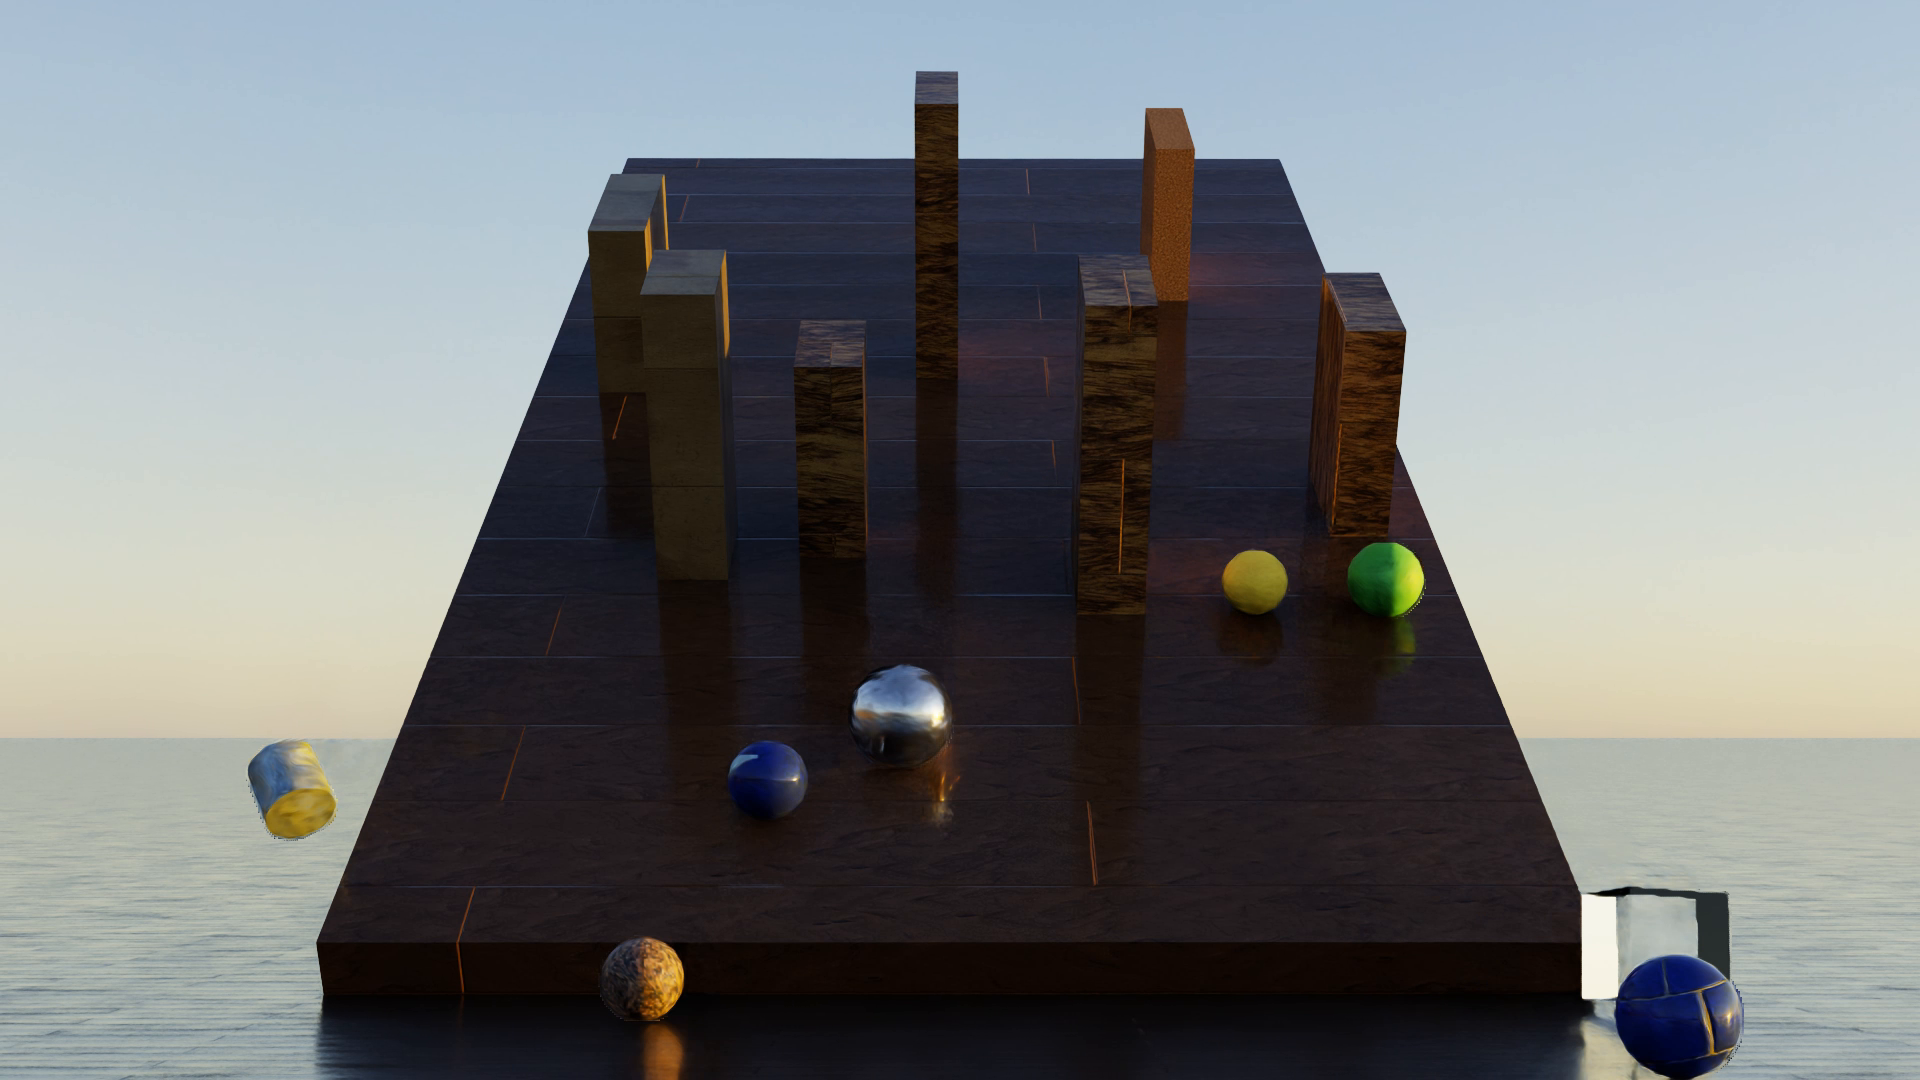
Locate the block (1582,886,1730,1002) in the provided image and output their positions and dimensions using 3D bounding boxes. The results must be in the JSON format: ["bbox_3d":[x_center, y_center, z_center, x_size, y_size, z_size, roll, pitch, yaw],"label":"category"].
[{"bbox_3d":[1.016,0.596,3.463,0.154,0.154,0.154,5,-14,-10],"label":"block"}]

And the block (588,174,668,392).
[{"bbox_3d":[-0.793,-0.626,5.723,0.132,0.403,0.423,0,27,0],"label":"block"}]

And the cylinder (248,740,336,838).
[{"bbox_3d":[-1.100,0.409,3.891,0.114,0.114,0.114,4,37,-38],"label":"cylinder"}]

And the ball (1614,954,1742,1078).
[{"bbox_3d":[0.860,0.570,2.832,0.147,0.147,0.147,0,-5,0],"label":"ball"}]

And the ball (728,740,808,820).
[{"bbox_3d":[-0.323,0.404,3.978,0.134,0.134,0.134,0,-5,0],"label":"ball"}]

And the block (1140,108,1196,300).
[{"bbox_3d":[0.545,-0.889,6.248,0.099,0.409,0.365,0,27,0],"label":"block"}]

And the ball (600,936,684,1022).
[{"bbox_3d":[-0.455,0.629,3.390,0.119,0.119,0.119,0,-5,0],"label":"ball"}]

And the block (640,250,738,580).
[{"bbox_3d":[-0.538,-0.249,4.744,0.142,0.611,0.250,0,27,0],"label":"block"}]

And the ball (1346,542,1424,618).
[{"bbox_3d":[0.830,0.077,4.619,0.148,0.148,0.148,0,-5,0],"label":"ball"}]

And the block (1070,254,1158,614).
[{"bbox_3d":[0.297,-0.204,4.620,0.134,0.646,0.274,0,27,0],"label":"block"}]

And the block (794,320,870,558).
[{"bbox_3d":[-0.262,-0.209,4.875,0.135,0.422,0.249,0,27,0],"label":"block"}]

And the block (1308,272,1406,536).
[{"bbox_3d":[0.834,-0.290,5.001,0.121,0.459,0.339,0,27,0],"label":"block"}]

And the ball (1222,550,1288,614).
[{"bbox_3d":[0.577,0.082,4.630,0.128,0.128,0.128,0,-5,0],"label":"ball"}]

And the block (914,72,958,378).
[{"bbox_3d":[-0.055,-0.753,5.674,0.101,0.679,0.276,0,27,0],"label":"block"}]

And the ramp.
[{"bbox_3d":[-0.010,-0.227,5.495,2.000,0.100,4.000,0,27,0],"label":"ramp"}]

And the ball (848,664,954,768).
[{"bbox_3d":[-0.103,0.306,4.118,0.183,0.183,0.183,0,-5,0],"label":"ball"}]
